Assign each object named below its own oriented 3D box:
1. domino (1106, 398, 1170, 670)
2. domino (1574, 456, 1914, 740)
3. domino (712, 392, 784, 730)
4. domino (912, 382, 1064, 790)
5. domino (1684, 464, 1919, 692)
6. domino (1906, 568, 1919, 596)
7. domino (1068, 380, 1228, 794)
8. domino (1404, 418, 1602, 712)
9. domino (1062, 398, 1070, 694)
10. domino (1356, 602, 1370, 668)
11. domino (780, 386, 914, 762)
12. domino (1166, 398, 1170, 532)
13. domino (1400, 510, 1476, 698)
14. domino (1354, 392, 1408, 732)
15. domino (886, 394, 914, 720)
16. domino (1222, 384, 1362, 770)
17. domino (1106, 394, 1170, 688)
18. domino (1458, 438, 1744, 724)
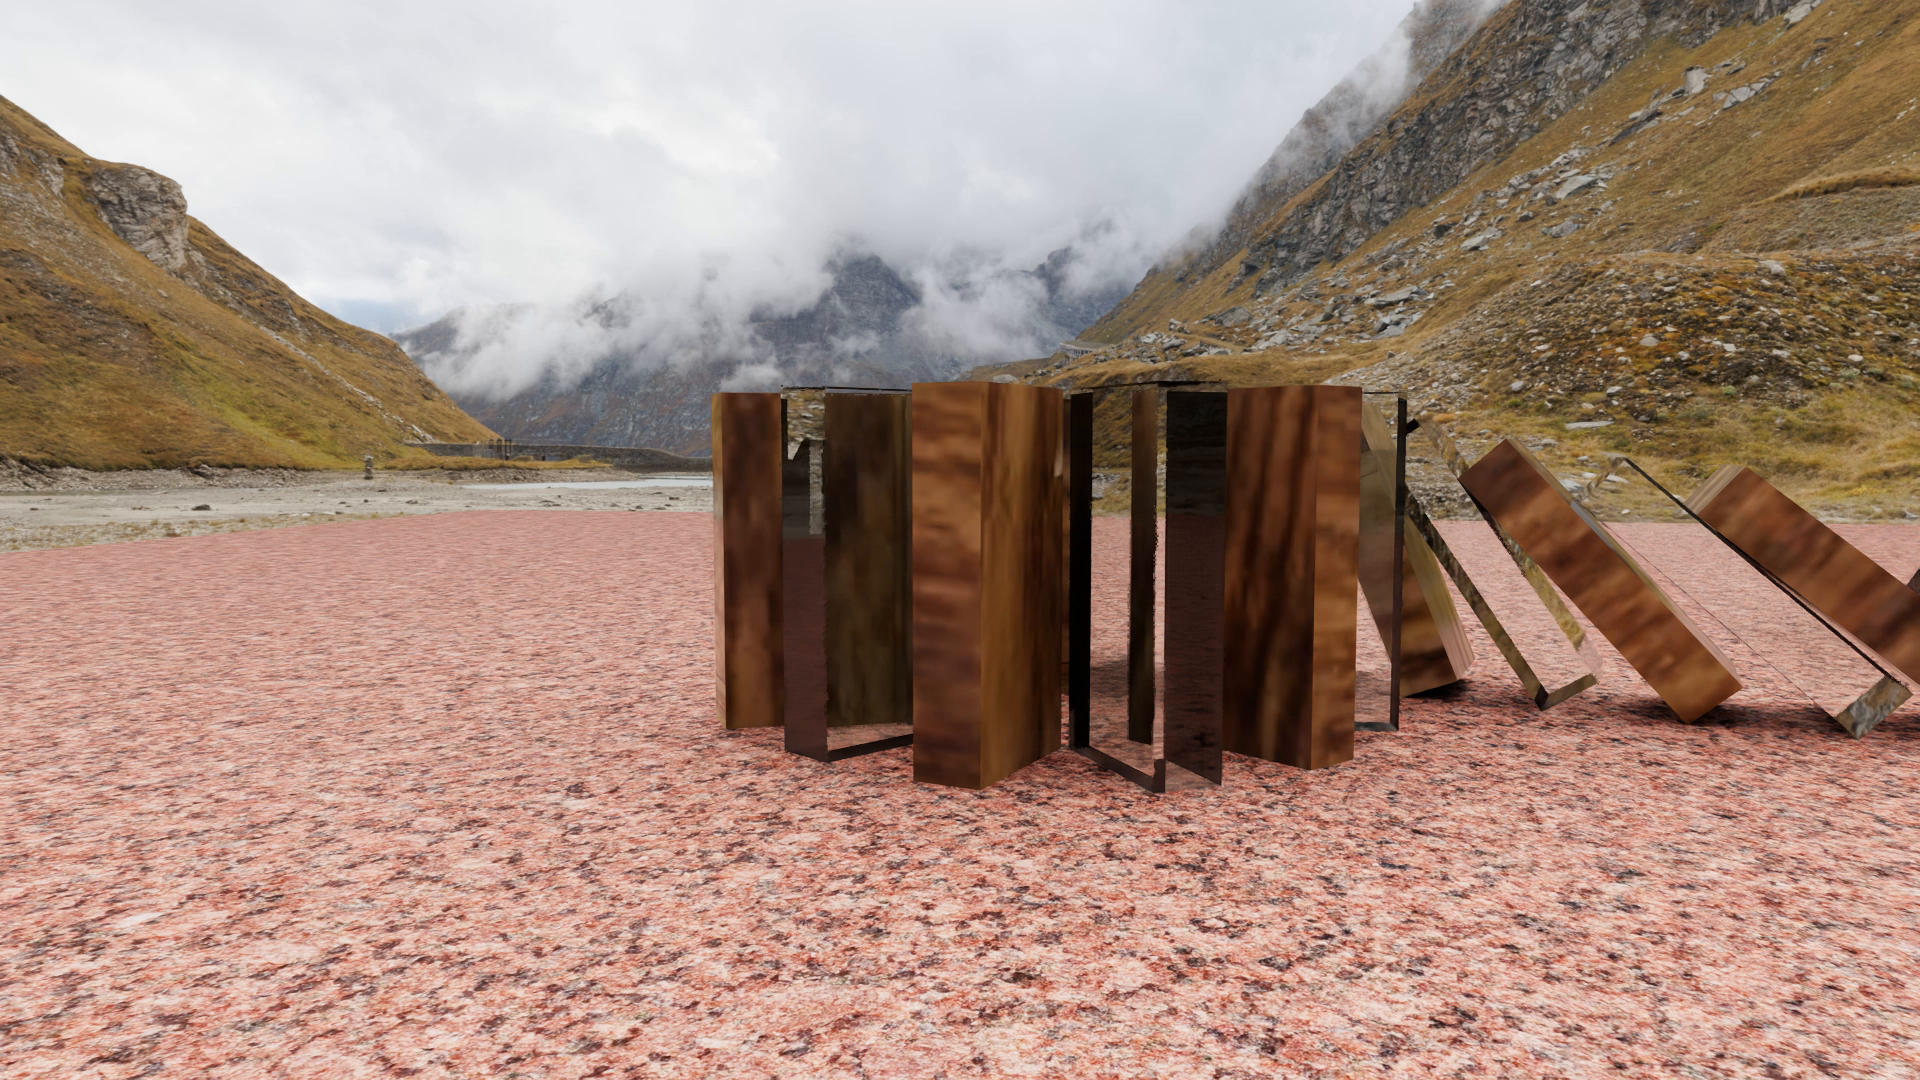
[{"bbox_3d":[0.036,-0.001,0.248,0.010,0.050,0.025,-6,0,38],"label":"domino"},{"bbox_3d":[0.120,0.007,0.201,0.050,0.009,0.025,45,19,14],"label":"domino"},{"bbox_3d":[-0.025,0.003,0.198,0.025,0.050,0.009,-2,5,-19],"label":"domino"},{"bbox_3d":[0.004,0.005,0.169,0.009,0.050,0.025,2,5,28],"label":"domino"},{"bbox_3d":[0.135,0.008,0.195,0.050,0.010,0.025,43,19,15],"label":"domino"},{"bbox_3d":[0.199,0.003,0.240,0.025,0.050,0.009,0,47,4],"label":"domino"},{"bbox_3d":[0.024,0.005,0.168,0.009,0.050,0.025,-2,5,-20],"label":"domino"},{"bbox_3d":[0.089,0.003,0.218,0.010,0.050,0.025,-36,-13,26],"label":"domino"},{"bbox_3d":[0.017,0.000,0.229,0.009,0.050,0.025,-2,5,-16],"label":"domino"},{"bbox_3d":[0.063,-0.001,0.235,0.009,0.050,0.025,-10,-1,28],"label":"domino"},{"bbox_3d":[-0.012,0.004,0.182,0.025,0.050,0.010,-4,6,-44],"label":"domino"},{"bbox_3d":[0.048,0.001,0.214,0.025,0.050,0.010,-4,5,-20],"label":"domino"},{"bbox_3d":[0.076,0.001,0.227,0.009,0.050,0.025,-23,-7,28],"label":"domino"},{"bbox_3d":[0.053,0.003,0.194,0.025,0.050,0.009,1,4,7],"label":"domino"},{"bbox_3d":[0.001,0.002,0.201,0.025,0.050,0.009,0,4,-2],"label":"domino"},{"bbox_3d":[0.042,0.004,0.178,0.010,0.050,0.025,-3,6,-39],"label":"domino"},{"bbox_3d":[0.037,0.000,0.231,0.010,0.050,0.025,-6,0,33],"label":"domino"},{"bbox_3d":[0.104,0.005,0.210,0.009,0.050,0.025,-45,-16,23],"label":"domino"}]
